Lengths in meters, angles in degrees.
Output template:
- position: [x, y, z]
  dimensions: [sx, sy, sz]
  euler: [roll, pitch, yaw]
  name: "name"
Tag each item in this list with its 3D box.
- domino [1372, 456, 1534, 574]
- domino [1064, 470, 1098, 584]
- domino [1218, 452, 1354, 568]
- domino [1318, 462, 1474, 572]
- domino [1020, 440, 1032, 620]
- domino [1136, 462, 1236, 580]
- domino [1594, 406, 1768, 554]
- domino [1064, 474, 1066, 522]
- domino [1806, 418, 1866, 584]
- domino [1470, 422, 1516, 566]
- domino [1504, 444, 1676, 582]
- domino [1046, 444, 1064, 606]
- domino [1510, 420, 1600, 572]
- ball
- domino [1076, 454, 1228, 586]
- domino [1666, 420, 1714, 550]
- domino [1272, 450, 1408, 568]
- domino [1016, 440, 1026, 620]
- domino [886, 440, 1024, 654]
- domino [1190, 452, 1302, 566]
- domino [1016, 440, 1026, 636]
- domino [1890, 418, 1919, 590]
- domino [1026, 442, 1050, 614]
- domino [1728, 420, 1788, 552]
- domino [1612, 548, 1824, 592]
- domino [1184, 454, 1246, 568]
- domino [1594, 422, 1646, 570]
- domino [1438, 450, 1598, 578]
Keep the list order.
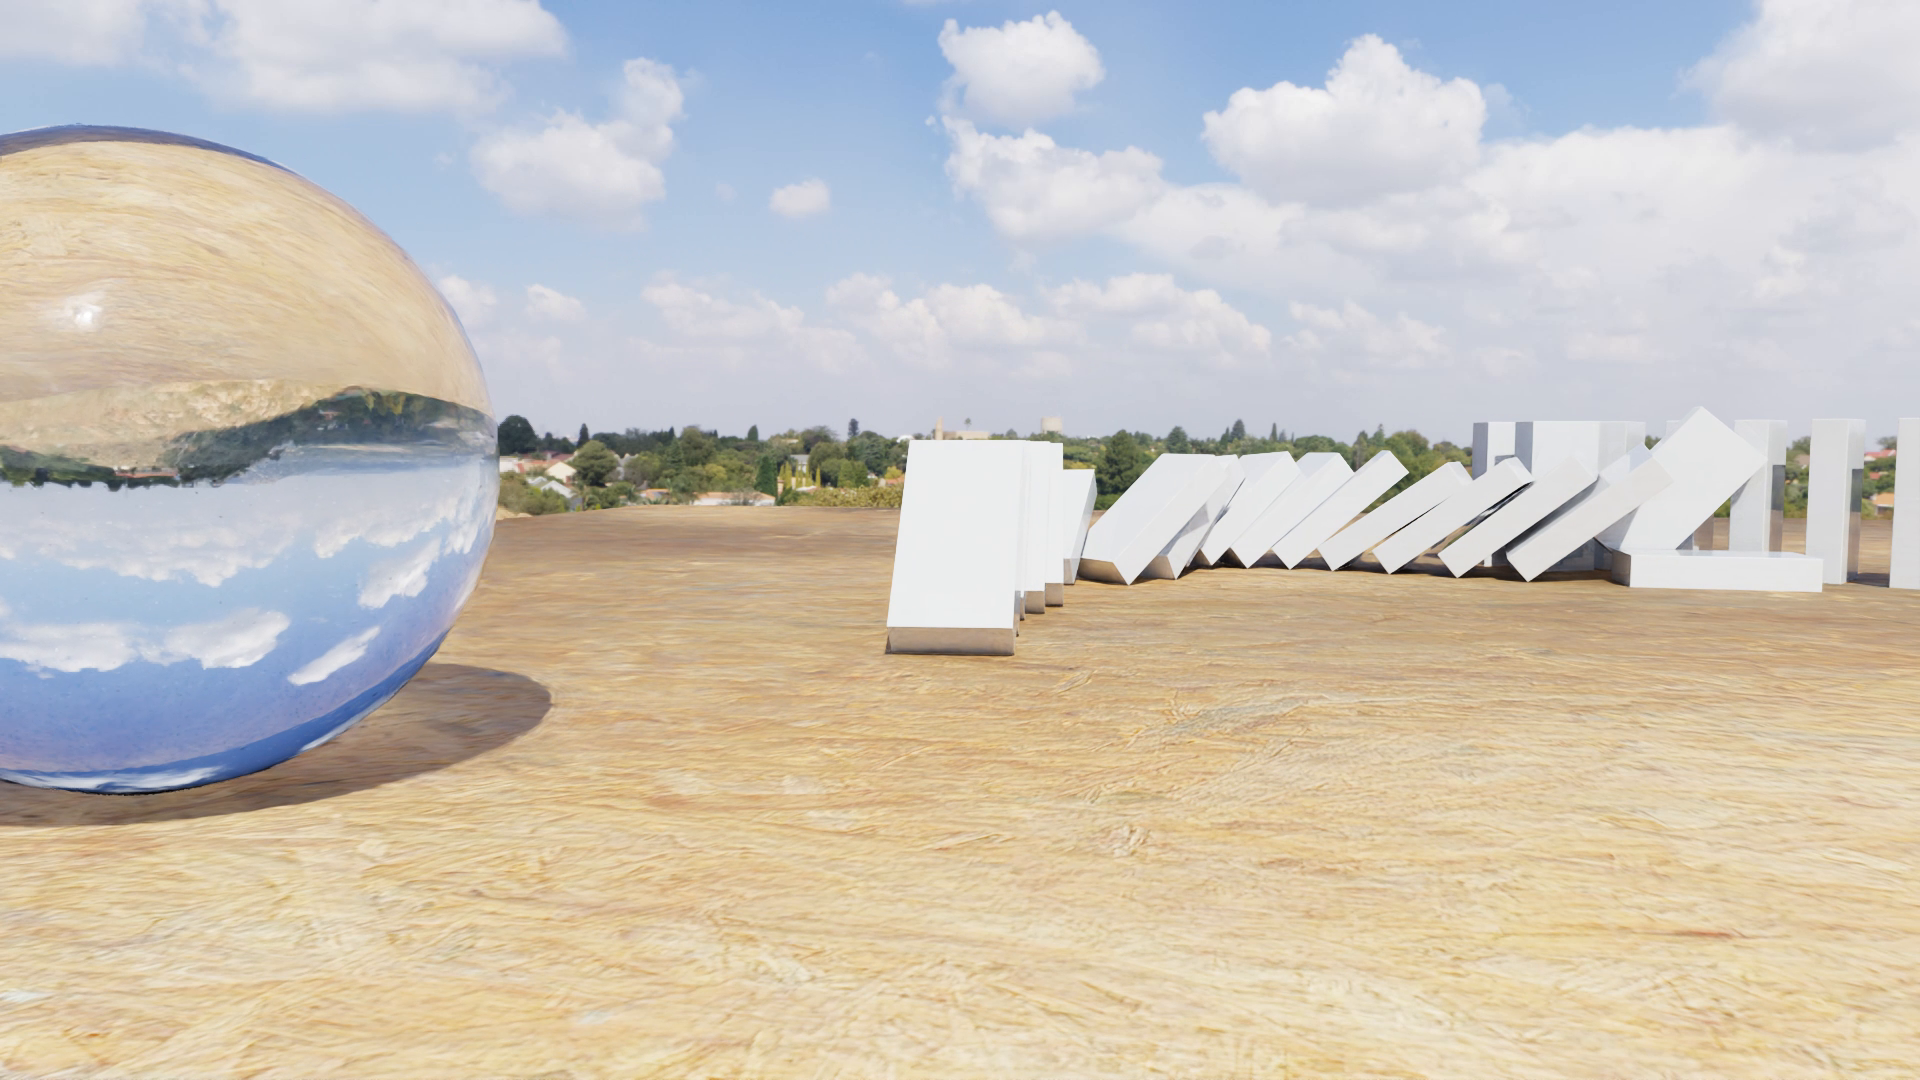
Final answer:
- position: [0.161, -0.008, 0.419]
  dimensions: [0.050, 0.010, 0.025]
  euler: [-40, -16, 28]
  name: "domino"
- position: [0.027, -0.005, 0.406]
  dimensions: [0.025, 0.010, 0.050]
  euler: [0, 35, 16]
  name: "domino"
- position: [0.112, -0.011, 0.450]
  dimensions: [0.050, 0.010, 0.025]
  euler: [-40, 9, -5]
  name: "domino"
- position: [0.146, -0.008, 0.429]
  dimensions: [0.050, 0.010, 0.025]
  euler: [-37, -14, 27]
  name: "domino"
- position: [0.005, -0.003, 0.323]
  dimensions: [0.025, 0.050, 0.010]
  euler: [0, -38, 6]
  name: "domino"
- position: [0.069, -0.007, 0.422]
  dimensions: [0.025, 0.010, 0.050]
  euler: [3, 41, 38]
  name: "domino"
- position: [0.224, -0.015, 0.405]
  dimensions: [0.025, 0.050, 0.010]
  euler: [43, 14, 10]
  name: "domino"
- position: [0.017, -0.002, 0.367]
  dimensions: [0.025, 0.010, 0.050]
  euler: [0, 34, 6]
  name: "domino"
- position: [0.272, -0.012, 0.398]
  dimensions: [0.010, 0.050, 0.025]
  euler: [4, 6, 45]
  name: "domino"
- position: [0.194, -0.016, 0.451]
  dimensions: [0.025, 0.050, 0.010]
  euler: [-1, 4, -9]
  name: "domino"
- position: [0.193, -0.009, 0.396]
  dimensions: [0.050, 0.009, 0.025]
  euler: [-42, -3, 25]
  name: "domino"
- position: [0.016, -0.005, 0.349]
  dimensions: [0.025, 0.050, 0.010]
  euler: [-1, -40, 5]
  name: "domino"
- position: [0.200, -0.015, 0.431]
  dimensions: [0.025, 0.050, 0.009]
  euler: [-1, 4, -12]
  name: "domino"
- position: [-0.099, -0.009, 0.158]
  dimensions: [0.080, 0.080, 0.080]
  euler: [0, 4, 0]
  name: "ball"
- position: [0.059, -0.007, 0.403]
  dimensions: [0.050, 0.010, 0.025]
  euler: [-45, 24, -20]
  name: "domino"
- position: [0.243, -0.014, 0.427]
  dimensions: [0.009, 0.050, 0.025]
  euler: [4, 6, 43]
  name: "domino"
- position: [0.130, -0.011, 0.442]
  dimensions: [0.050, 0.010, 0.025]
  euler: [-41, -5, 12]
  name: "domino"
- position: [0.001, 0.000, 0.285]
  dimensions: [0.025, 0.050, 0.010]
  euler: [1, -38, 6]
  name: "domino"
- position: [0.000, 0.001, 0.272]
  dimensions: [0.025, 0.050, 0.009]
  euler: [0, -38, 6]
  name: "domino"
- position: [0.094, -0.011, 0.451]
  dimensions: [0.050, 0.010, 0.025]
  euler: [-43, 17, -19]
  name: "domino"
- position: [0.002, -0.001, 0.298]
  dimensions: [0.025, 0.050, 0.009]
  euler: [0, -38, 6]
  name: "domino"
- position: [0.287, -0.011, 0.383]
  dimensions: [0.025, 0.050, 0.009]
  euler: [-4, 6, -45]
  name: "domino"
- position: [0.010, -0.004, 0.336]
  dimensions: [0.025, 0.050, 0.010]
  euler: [0, -39, 6]
  name: "domino"
- position: [0.257, -0.013, 0.413]
  dimensions: [0.010, 0.050, 0.025]
  euler: [4, 6, 44]
  name: "domino"
- position: [0.227, 0.009, 0.387]
  dimensions: [0.050, 0.010, 0.025]
  euler: [1, 4, 15]
  name: "domino"
- position: [0.076, -0.010, 0.442]
  dimensions: [0.025, 0.010, 0.050]
  euler: [-3, 37, 42]
  name: "domino"
- position: [0.227, -0.016, 0.441]
  dimensions: [0.010, 0.050, 0.025]
  euler: [4, 6, 41]
  name: "domino"
- position: [0.177, -0.008, 0.407]
  dimensions: [0.050, 0.010, 0.025]
  euler: [-42, -12, 27]
  name: "domino"
